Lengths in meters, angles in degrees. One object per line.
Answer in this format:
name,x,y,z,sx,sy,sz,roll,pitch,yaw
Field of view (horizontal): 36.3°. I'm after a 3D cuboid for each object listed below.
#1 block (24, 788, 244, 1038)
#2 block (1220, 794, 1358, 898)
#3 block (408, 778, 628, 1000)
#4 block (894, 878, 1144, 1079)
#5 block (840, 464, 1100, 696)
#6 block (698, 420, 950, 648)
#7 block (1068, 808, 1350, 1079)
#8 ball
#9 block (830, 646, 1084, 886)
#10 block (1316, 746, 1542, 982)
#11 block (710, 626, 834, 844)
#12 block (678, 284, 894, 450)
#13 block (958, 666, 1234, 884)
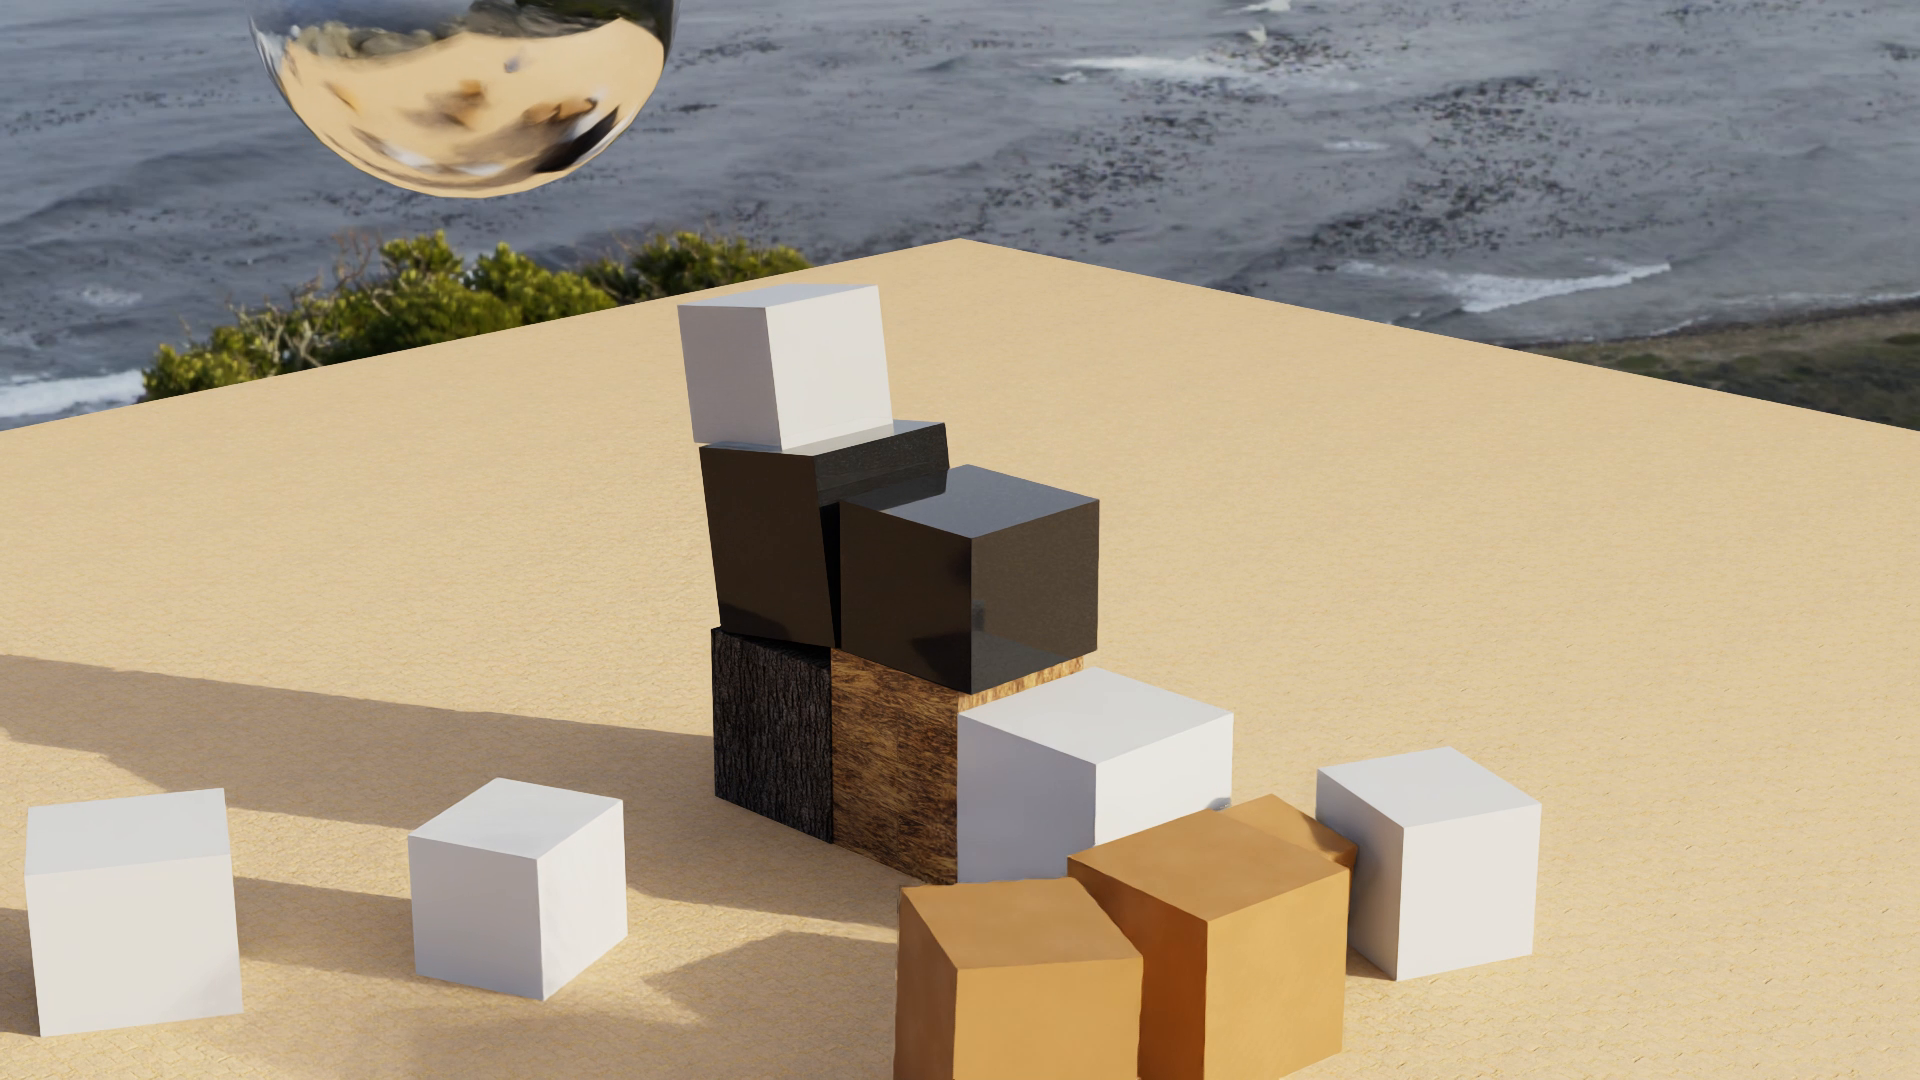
block,-3.448,1.542,12.250,0.802,0.713,0.738,-5,18,-15
block,1.298,1.499,12.538,0.507,0.555,0.521,-14,30,-37
block,-1.885,1.483,12.556,0.633,0.642,0.697,7,19,23
block,0.200,1.830,10.949,0.694,0.864,0.824,-1,14,-15
block,0.043,0.162,13.351,0.835,0.723,0.826,16,24,42
block,-0.608,-0.059,13.959,0.830,0.900,0.831,-16,15,-42
block,0.982,1.658,11.734,0.776,0.800,0.801,-14,22,-37
ball,-1.822,-2.061,10.784,1.600,1.600,1.600,0,17,0
block,-0.013,0.963,13.644,0.814,0.981,0.832,-17,24,-42
block,2.016,1.393,12.740,0.676,0.702,0.724,-7,19,-22
block,-0.604,0.840,14.231,0.838,0.865,0.846,17,24,42
block,-0.831,-0.837,13.957,0.686,0.664,0.673,-16,15,-40
block,0.599,1.186,13.105,0.883,0.880,0.844,-16,24,-42
